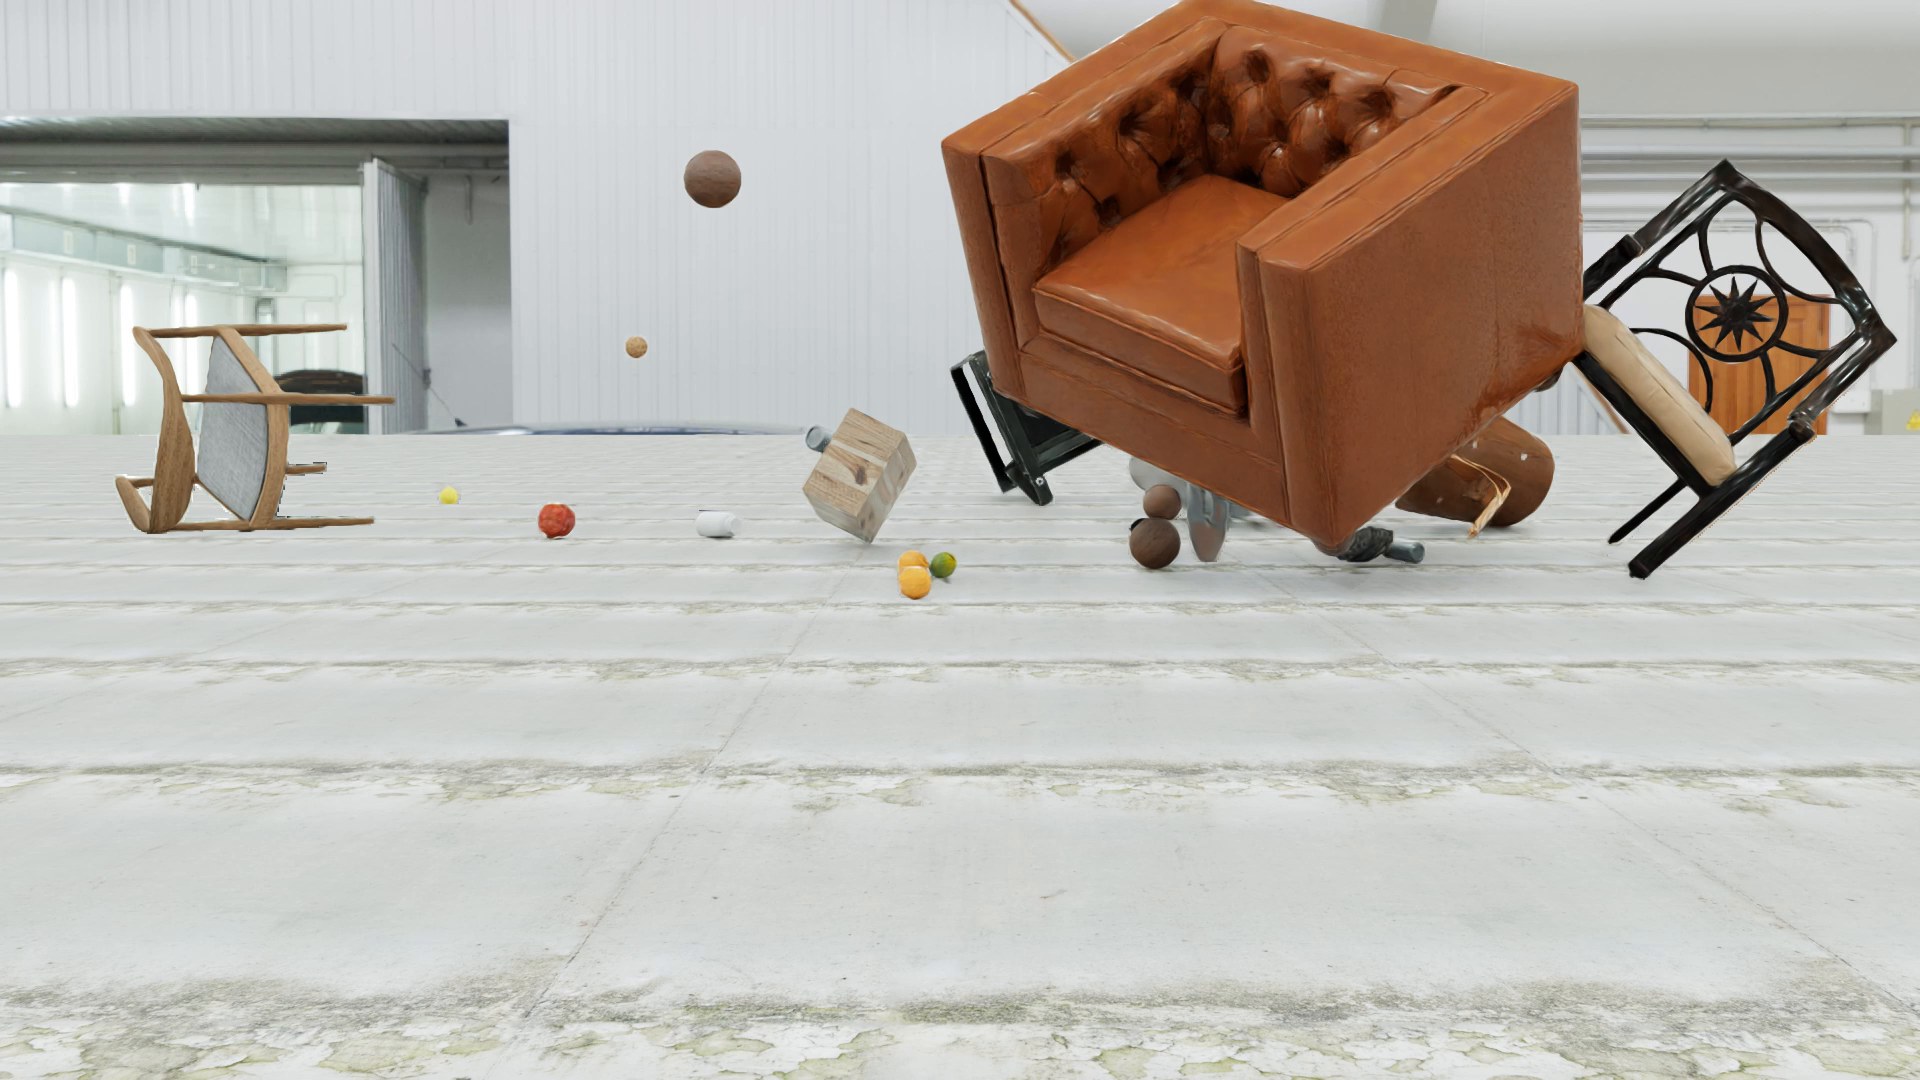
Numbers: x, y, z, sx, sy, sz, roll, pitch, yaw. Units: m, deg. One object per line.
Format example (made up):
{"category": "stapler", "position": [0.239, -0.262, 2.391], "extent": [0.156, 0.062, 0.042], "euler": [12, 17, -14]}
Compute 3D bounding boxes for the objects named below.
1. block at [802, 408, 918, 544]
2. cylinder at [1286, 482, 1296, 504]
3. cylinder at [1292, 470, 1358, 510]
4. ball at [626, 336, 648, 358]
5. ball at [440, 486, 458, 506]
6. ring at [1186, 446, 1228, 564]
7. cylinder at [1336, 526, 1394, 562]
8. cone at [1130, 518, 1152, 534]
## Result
{"category": "block", "position": [-0.284, -0.182, 6.297], "extent": [0.179, 0.277, 0.252], "euler": [27, -12, 15]}
{"category": "cylinder", "position": [1.316, -0.183, 8.554], "extent": [0.080, 0.088, 0.061], "euler": [3, -15, -14]}
{"category": "cylinder", "position": [1.374, -0.188, 8.299], "extent": [0.117, 0.136, 0.275], "euler": [5, 2, -24]}
{"category": "ball", "position": [-0.955, -0.571, 6.488], "extent": [0.065, 0.065, 0.065], "euler": [0, 4, 0]}
{"category": "ball", "position": [-1.977, -0.170, 8.508], "extent": [0.070, 0.070, 0.070], "euler": [0, 4, 0]}
{"category": "ring", "position": [0.640, -0.093, 5.684], "extent": [0.133, 0.309, 0.047], "euler": [8, -9, -38]}
{"category": "cylinder", "position": [1.032, 0.013, 5.599], "extent": [0.128, 0.055, 0.096], "euler": [-41, -28, 30]}
{"category": "cone", "position": [0.566, -0.036, 6.896], "extent": [0.073, 0.040, 0.091], "euler": [-25, -11, -1]}
